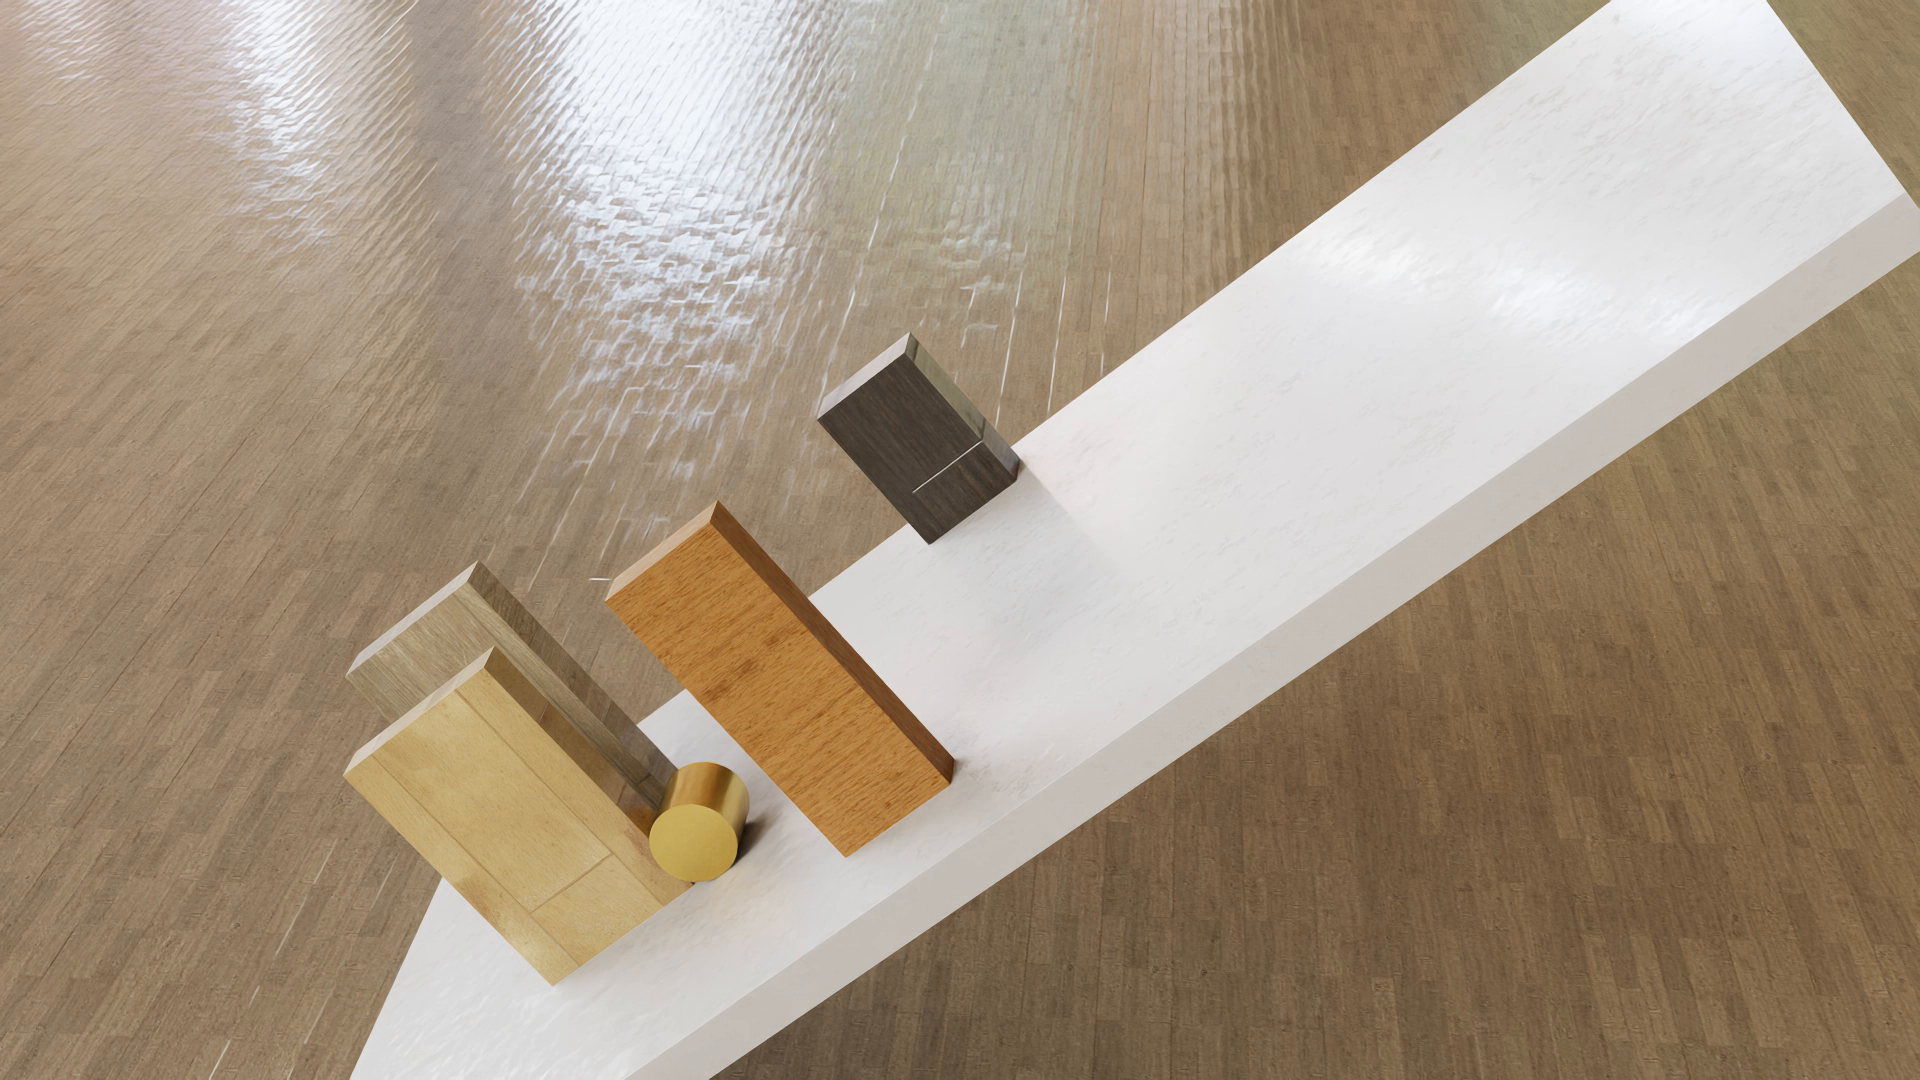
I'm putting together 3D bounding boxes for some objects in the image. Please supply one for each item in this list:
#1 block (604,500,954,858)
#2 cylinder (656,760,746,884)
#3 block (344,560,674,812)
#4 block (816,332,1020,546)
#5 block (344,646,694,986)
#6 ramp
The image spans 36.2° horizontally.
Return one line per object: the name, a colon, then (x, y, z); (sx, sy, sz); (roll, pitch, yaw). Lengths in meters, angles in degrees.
block: (-0.344, 0.275, 5.707); (0.271, 0.707, 0.106); (-36, 16, 18)
cylinder: (-0.556, 0.603, 6.299); (0.189, 0.189, 0.189); (-3, 37, -6)
block: (-1.011, 0.443, 6.789); (0.390, 0.737, 0.120); (-36, 16, 18)
block: (-0.097, -0.242, 7.049); (0.274, 0.415, 0.143); (-36, 16, 18)
block: (-0.940, 0.601, 6.339); (0.420, 0.661, 0.107); (-36, 16, 18)
ramp: (0.118, 0.187, 6.346); (4.000, 0.100, 2.000); (-36, 16, 18)
